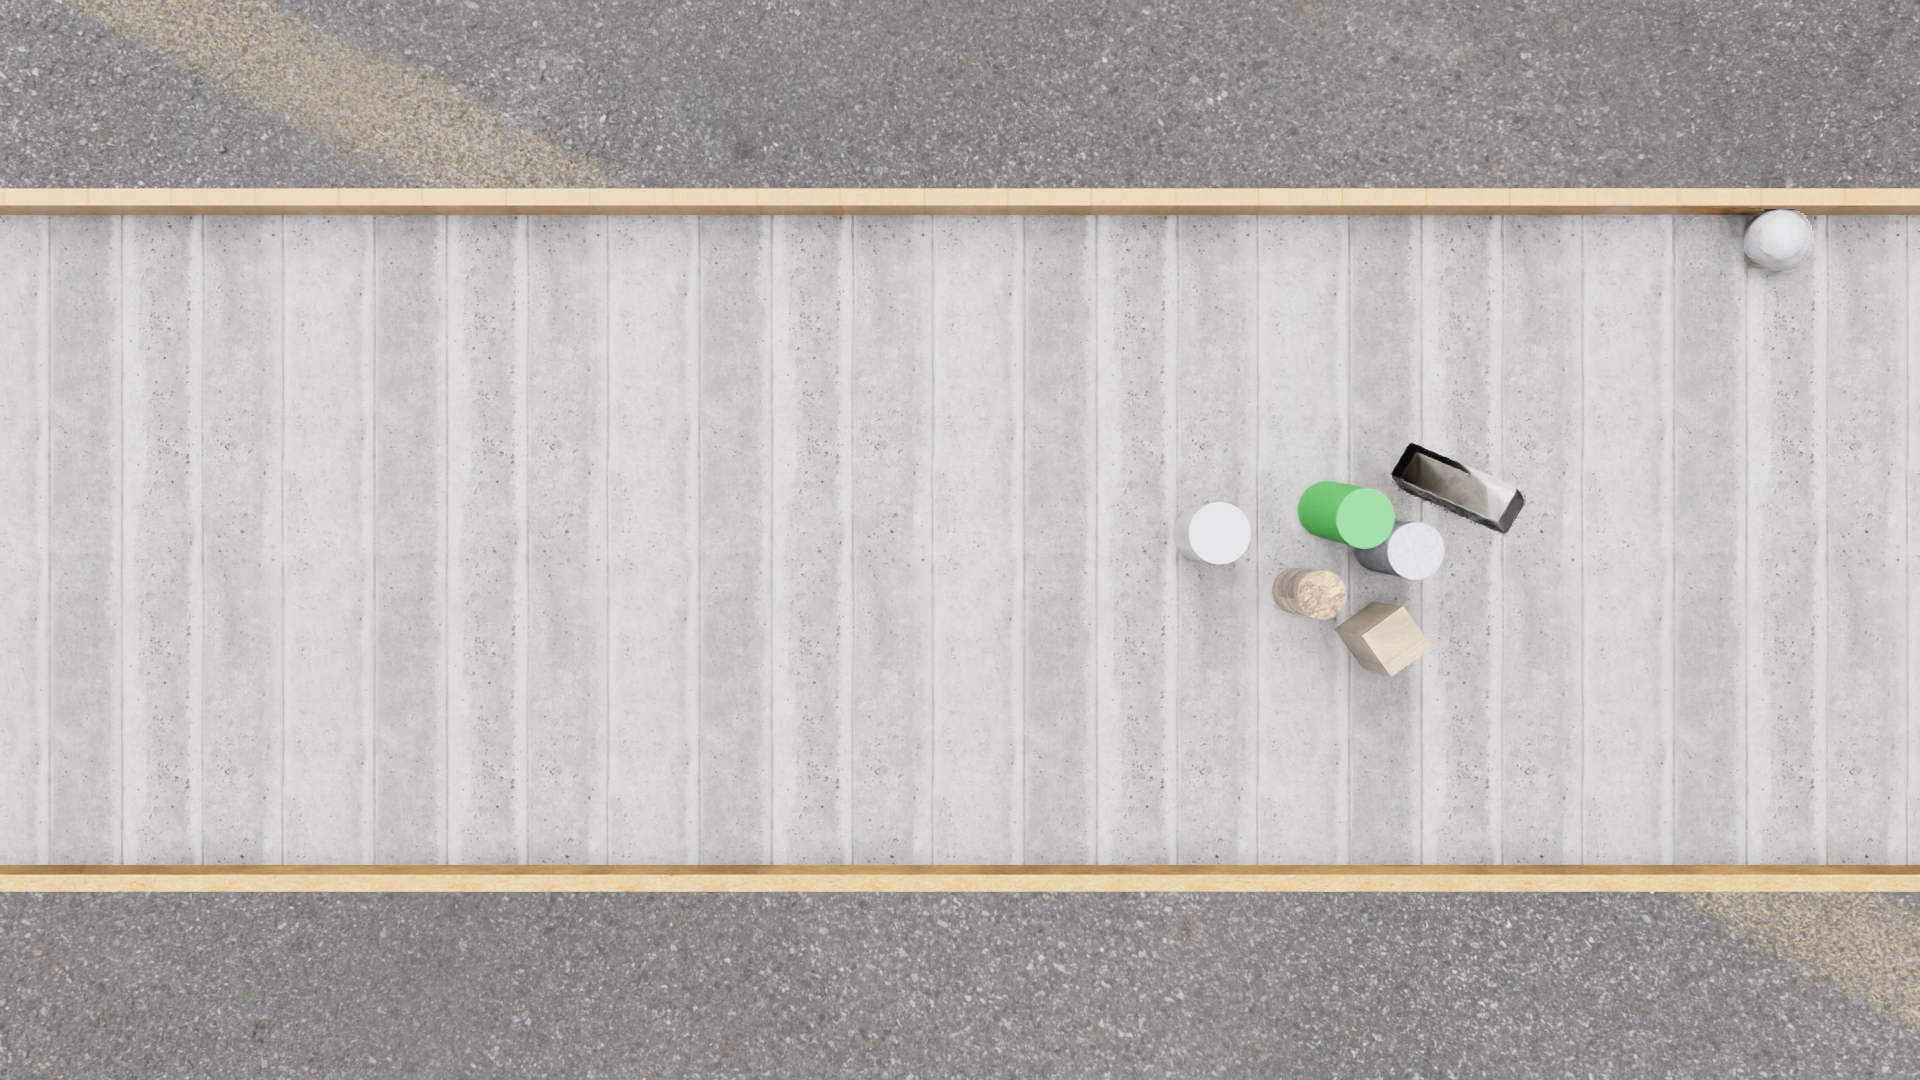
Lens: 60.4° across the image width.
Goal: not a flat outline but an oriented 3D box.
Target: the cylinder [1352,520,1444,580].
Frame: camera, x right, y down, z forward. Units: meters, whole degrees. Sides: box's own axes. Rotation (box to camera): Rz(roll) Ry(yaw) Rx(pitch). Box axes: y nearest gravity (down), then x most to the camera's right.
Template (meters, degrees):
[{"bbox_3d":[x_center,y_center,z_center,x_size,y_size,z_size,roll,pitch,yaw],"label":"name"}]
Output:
[{"bbox_3d":[1.296,0.023,4.894,0.165,0.356,0.165,0,93,-3],"label":"cylinder"}]

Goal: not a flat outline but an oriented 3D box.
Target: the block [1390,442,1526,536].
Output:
[{"bbox_3d":[1.485,-0.154,4.922,0.359,0.117,0.117,29,86,35],"label":"block"}]

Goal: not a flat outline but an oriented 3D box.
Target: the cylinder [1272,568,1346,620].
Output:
[{"bbox_3d":[1.031,0.156,4.890,0.140,0.374,0.140,0,90,0],"label":"cylinder"}]

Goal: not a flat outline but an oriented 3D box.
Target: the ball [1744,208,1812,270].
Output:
[{"bbox_3d":[2.469,-0.907,4.984,0.185,0.185,0.185,0,90,0],"label":"ball"}]

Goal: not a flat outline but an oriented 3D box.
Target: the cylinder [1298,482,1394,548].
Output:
[{"bbox_3d":[1.141,-0.078,4.893,0.174,0.346,0.174,-1,95,-7],"label":"cylinder"}]

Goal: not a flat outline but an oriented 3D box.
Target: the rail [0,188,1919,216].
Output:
[{"bbox_3d":[-2.247,-1.025,5.002,12.000,0.150,0.050,0,90,0],"label":"rail"}]

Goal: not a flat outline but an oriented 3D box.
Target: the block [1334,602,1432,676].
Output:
[{"bbox_3d":[1.254,0.291,4.902,0.145,0.349,0.145,-36,90,0],"label":"block"}]

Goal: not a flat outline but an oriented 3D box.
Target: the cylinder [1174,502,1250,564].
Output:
[{"bbox_3d":[0.746,-0.020,4.905,0.179,0.343,0.179,0,90,0],"label":"cylinder"}]

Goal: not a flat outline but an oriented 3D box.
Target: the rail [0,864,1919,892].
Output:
[{"bbox_3d":[-2.247,1.025,5.001,12.000,0.150,0.050,0,90,0],"label":"rail"}]
